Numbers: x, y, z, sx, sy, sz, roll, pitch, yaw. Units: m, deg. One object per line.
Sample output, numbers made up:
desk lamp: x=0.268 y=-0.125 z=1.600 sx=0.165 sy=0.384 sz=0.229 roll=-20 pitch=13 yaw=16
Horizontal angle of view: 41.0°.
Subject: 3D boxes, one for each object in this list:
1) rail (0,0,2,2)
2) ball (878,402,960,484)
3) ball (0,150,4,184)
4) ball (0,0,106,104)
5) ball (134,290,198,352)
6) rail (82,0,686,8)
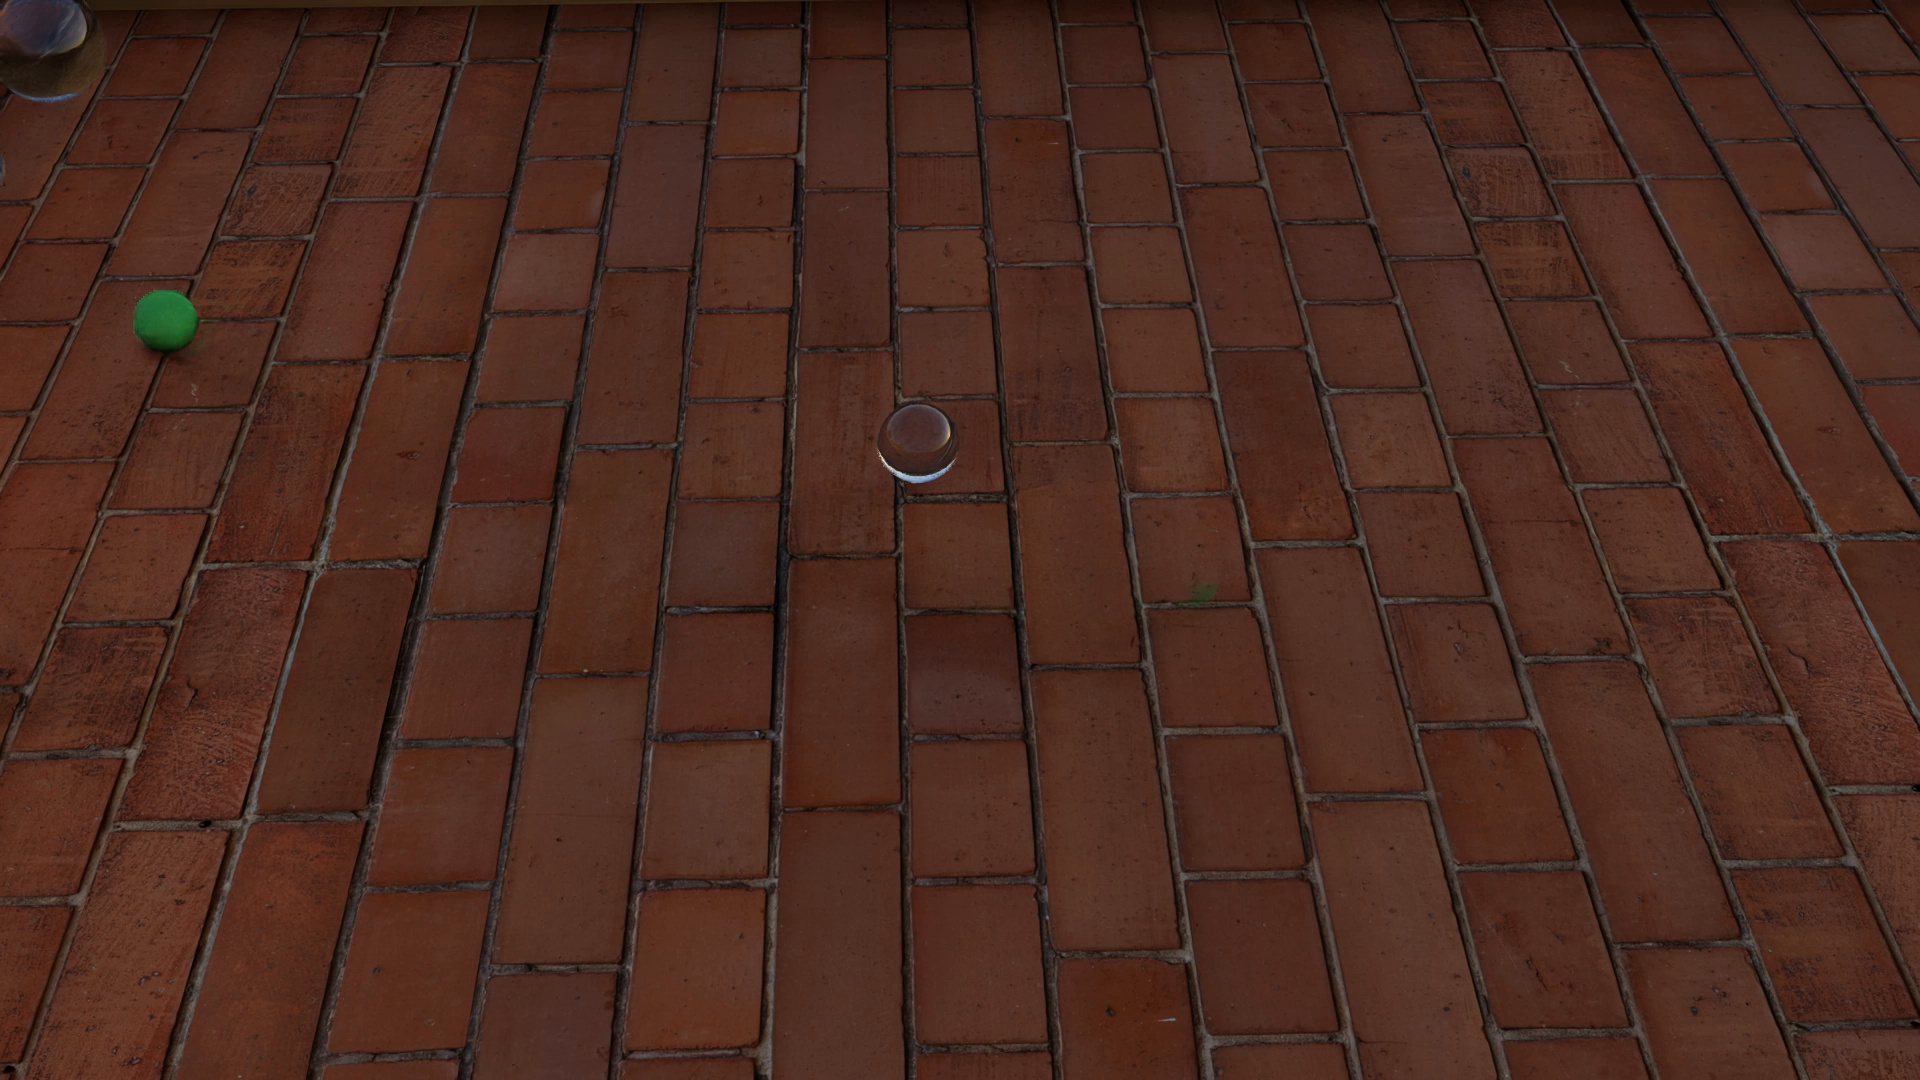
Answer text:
rail: x=-0.835 y=-0.011 z=1.614 sx=0.045 sy=0.128 sz=1.811 roll=-1 pitch=36 yaw=-1
ball: x=-0.028 y=-0.066 z=1.753 sx=0.055 sy=0.055 sz=0.055 roll=0 pitch=36 yaw=0
ball: x=-0.805 y=-0.301 z=2.061 sx=0.070 sy=0.070 sz=0.070 roll=0 pitch=36 yaw=0
ball: x=-0.787 y=-0.426 z=2.209 sx=0.098 sy=0.098 sz=0.098 roll=0 pitch=36 yaw=0
ball: x=-0.585 y=-0.161 z=1.891 sx=0.045 sy=0.045 sz=0.045 roll=0 pitch=36 yaw=0
rail: x=0.831 y=-0.562 z=2.368 sx=3.436 sy=0.128 sz=0.045 roll=-1 pitch=36 yaw=-1
